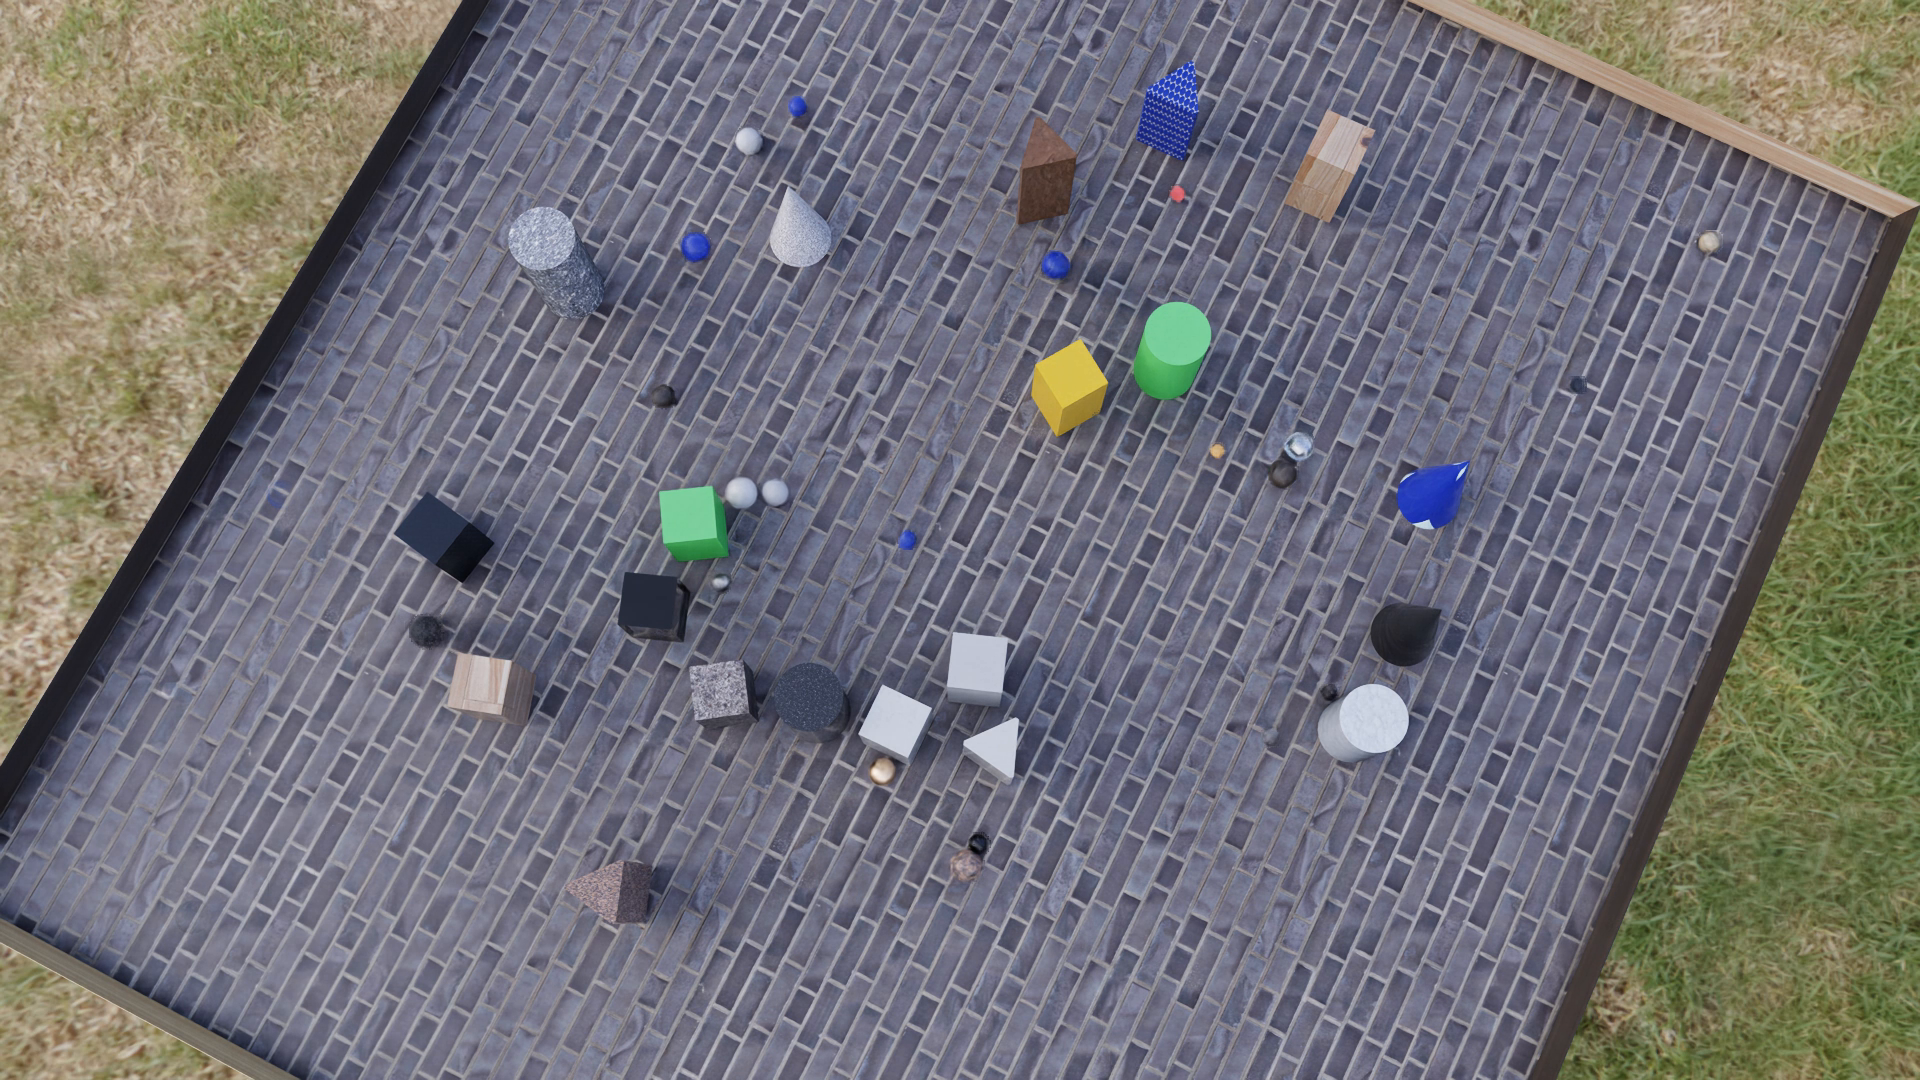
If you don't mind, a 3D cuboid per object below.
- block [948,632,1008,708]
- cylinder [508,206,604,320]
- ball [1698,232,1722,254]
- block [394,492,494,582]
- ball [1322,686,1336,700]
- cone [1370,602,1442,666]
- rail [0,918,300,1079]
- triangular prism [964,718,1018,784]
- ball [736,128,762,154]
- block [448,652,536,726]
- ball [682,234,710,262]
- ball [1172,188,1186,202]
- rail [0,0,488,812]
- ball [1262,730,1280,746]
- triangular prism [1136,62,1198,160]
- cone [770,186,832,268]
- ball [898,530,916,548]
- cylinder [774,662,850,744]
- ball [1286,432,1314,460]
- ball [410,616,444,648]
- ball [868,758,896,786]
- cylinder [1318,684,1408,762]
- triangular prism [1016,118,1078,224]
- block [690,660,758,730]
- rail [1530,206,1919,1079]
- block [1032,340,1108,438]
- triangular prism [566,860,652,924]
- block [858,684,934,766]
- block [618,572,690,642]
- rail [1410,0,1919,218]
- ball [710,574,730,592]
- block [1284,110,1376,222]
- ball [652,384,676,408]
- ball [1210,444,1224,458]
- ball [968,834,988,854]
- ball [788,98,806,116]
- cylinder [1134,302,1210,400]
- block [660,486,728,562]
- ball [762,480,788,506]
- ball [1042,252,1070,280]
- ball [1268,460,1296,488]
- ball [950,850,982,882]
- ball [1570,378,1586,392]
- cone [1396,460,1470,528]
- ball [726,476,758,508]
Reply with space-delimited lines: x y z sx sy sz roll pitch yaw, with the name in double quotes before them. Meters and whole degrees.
"block" 0.050 0.382 5.354 0.156 0.360 0.156 6 78 1
"cylinder" -1.218 -0.834 5.560 0.195 0.450 0.195 0 78 0
"ball" 2.364 -0.938 5.776 0.068 0.068 0.068 0 78 0
"block" -1.535 -0.005 5.465 0.156 0.299 0.156 35 81 7
"ball" 1.106 0.459 5.498 0.045 0.045 0.045 0 78 0
"cone" 1.343 0.240 5.332 0.195 0.461 0.195 0 78 0
"rail" -1.013 1.991 5.139 4.407 0.127 0.045 26 80 5
"triangular prism" 0.121 0.595 5.340 0.169 0.301 0.146 35 80 7
"ball" -0.671 -1.269 5.837 0.083 0.083 0.083 0 78 0
"block" -1.366 0.440 5.365 0.156 0.314 0.156 8 78 2
"ball" -0.831 -0.919 5.761 0.090 0.090 0.090 0 78 0
"ball" 0.694 -1.098 5.821 0.045 0.045 0.045 0 78 0
"rail" -1.950 -0.948 5.747 0.045 0.127 4.579 26 80 5
"ball" 0.927 0.591 5.468 0.051 0.051 0.051 0 78 0
"triangular prism" 0.673 -1.352 5.716 0.169 0.352 0.146 26 80 5
"cone" -0.506 -1.002 5.606 0.195 0.426 0.195 0 78 0
"ball" -0.160 -0.002 5.590 0.054 0.054 0.054 0 78 0
"cylinder" -0.426 0.478 5.336 0.195 0.355 0.195 0 78 0
"ball" 1.043 -0.288 5.632 0.086 0.086 0.086 0 78 0
"ball" -1.602 0.275 5.510 0.097 0.097 0.097 0 78 0
"ball" -0.230 0.687 5.433 0.082 0.082 0.082 0 78 0
"cylinder" 1.171 0.537 5.340 0.195 0.325 0.195 0 78 0
"triangular prism" 0.246 -1.138 5.626 0.169 0.443 0.146 -13 79 -3
"block" -0.692 0.457 5.390 0.156 0.258 0.156 -8 78 -2
"rail" 1.950 0.961 5.352 0.045 0.127 4.579 26 80 5
"block" 0.328 -0.456 5.545 0.156 0.325 0.156 -30 80 -6
"triangular prism" -0.955 0.972 5.174 0.169 0.472 0.146 35 80 7
"block" -0.184 0.544 5.350 0.156 0.301 0.156 25 79 5
"block" -0.907 0.202 5.446 0.156 0.253 0.156 6 78 1
"rail" 1.013 -1.978 5.960 4.407 0.127 0.045 26 80 5
"ball" -0.728 0.130 5.560 0.058 0.058 0.058 0 78 0
"block" 1.137 -1.149 5.657 0.156 0.386 0.156 25 79 5
"ball" -0.917 -0.445 5.673 0.070 0.070 0.070 0 78 0
"ball" 0.795 -0.274 5.651 0.043 0.043 0.043 0 78 0
"ball" 0.053 0.896 5.402 0.058 0.058 0.058 0 78 0
"ball" -0.520 -1.386 5.873 0.059 0.059 0.059 0 78 0
"cylinder" 0.639 -0.569 5.551 0.195 0.360 0.195 0 78 0
"block" -0.793 -0.046 5.482 0.156 0.282 0.156 -6 78 -1
"ball" -0.567 -0.146 5.605 0.081 0.081 0.081 0 78 0
"ball" 0.303 -0.860 5.751 0.086 0.086 0.086 0 78 0
"ball" 0.987 -0.202 5.613 0.088 0.088 0.088 0 78 0
"ball" 0.017 0.955 5.371 0.095 0.095 0.095 0 78 0
"ball" 1.919 -0.481 5.693 0.046 0.046 0.046 0 78 0
"cone" 1.443 -0.177 5.413 0.195 0.471 0.195 0 78 0
"ball" -0.668 -0.144 5.597 0.098 0.098 0.098 0 78 0
